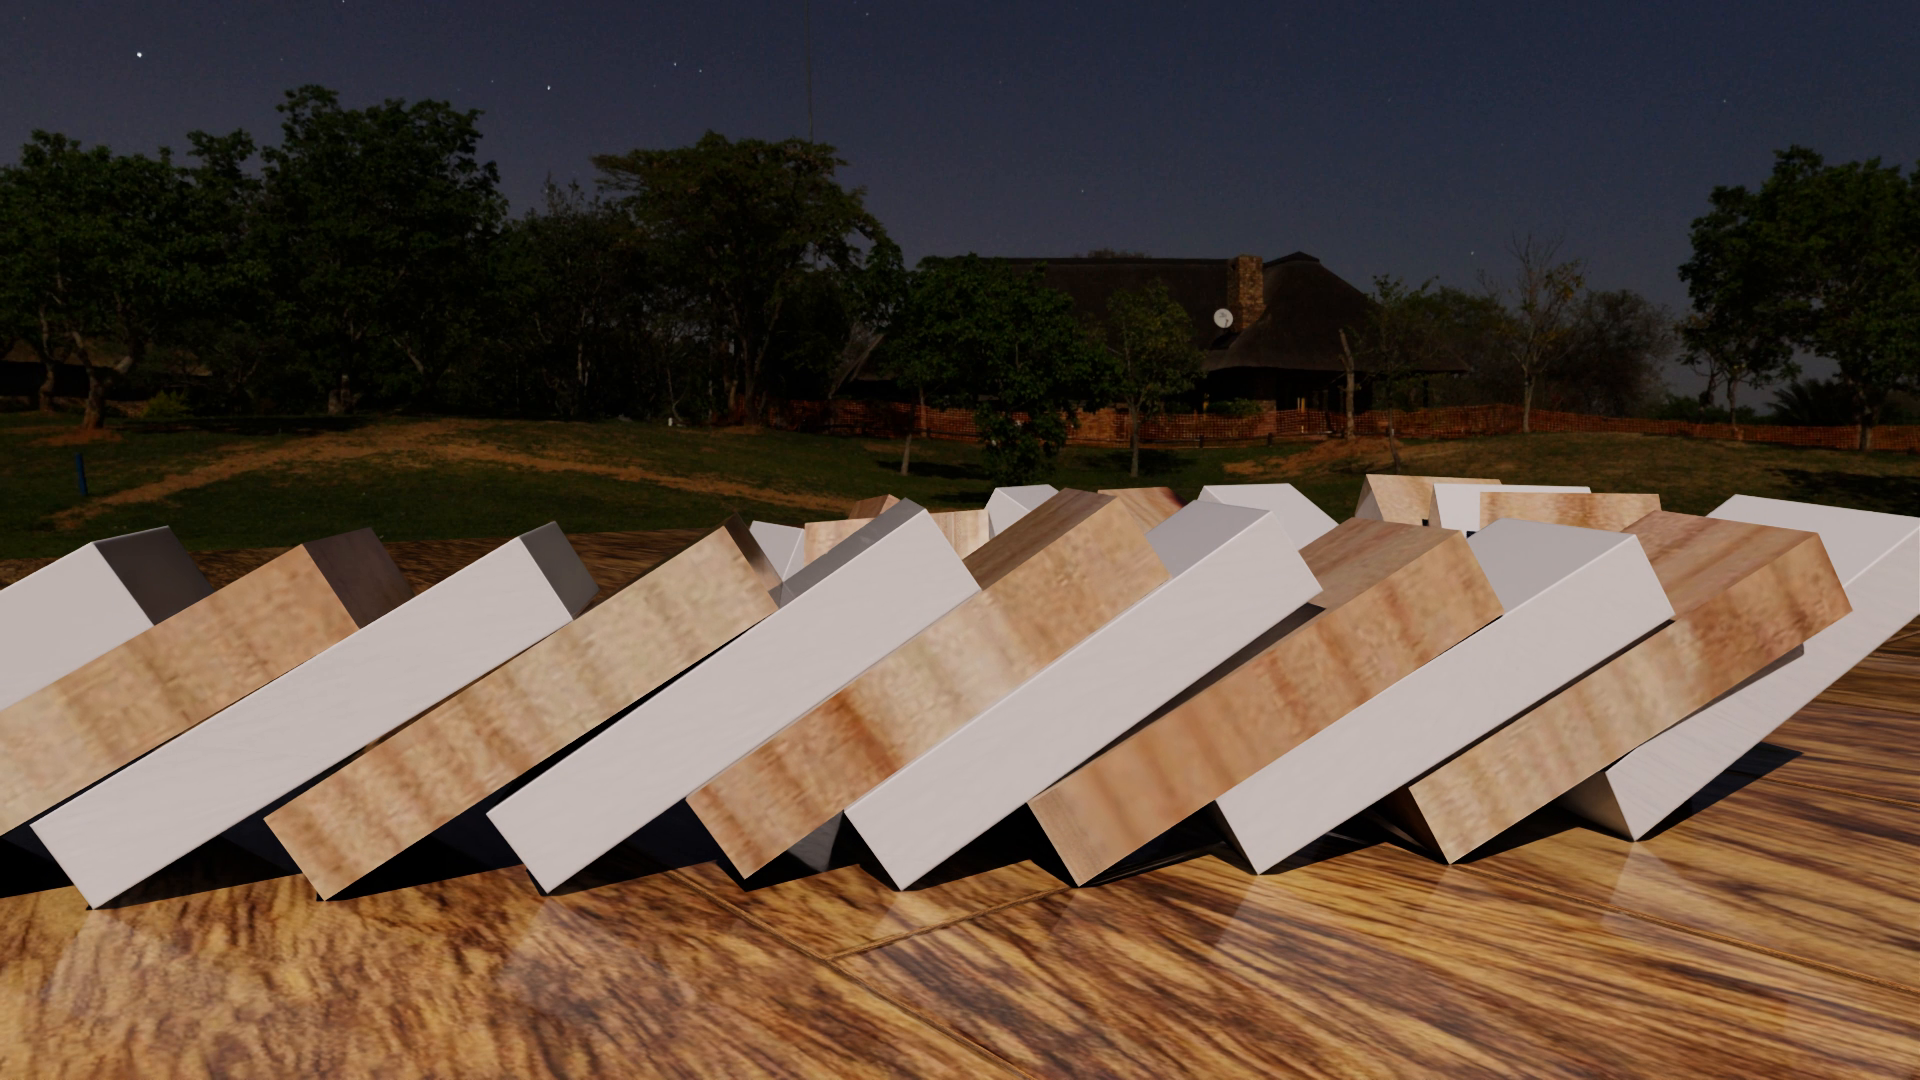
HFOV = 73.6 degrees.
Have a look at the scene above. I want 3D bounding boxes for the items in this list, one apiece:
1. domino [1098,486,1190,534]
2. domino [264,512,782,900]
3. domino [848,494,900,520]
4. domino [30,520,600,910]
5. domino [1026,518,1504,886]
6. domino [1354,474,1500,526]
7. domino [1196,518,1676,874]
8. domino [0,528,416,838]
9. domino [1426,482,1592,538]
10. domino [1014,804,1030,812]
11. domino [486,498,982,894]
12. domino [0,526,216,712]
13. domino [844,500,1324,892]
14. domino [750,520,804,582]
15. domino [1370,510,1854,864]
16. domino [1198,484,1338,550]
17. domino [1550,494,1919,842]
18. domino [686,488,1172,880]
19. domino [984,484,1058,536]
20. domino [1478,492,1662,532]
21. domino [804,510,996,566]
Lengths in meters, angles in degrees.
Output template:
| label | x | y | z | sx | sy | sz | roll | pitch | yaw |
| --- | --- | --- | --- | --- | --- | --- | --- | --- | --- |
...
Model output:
| label | x | y | z | sx | sy | sz | roll | pitch | yaw |
| --- | --- | --- | --- | --- | --- | --- | --- | --- | --- |
| domino | 0.050 | 0.007 | 0.252 | 0.025 | 0.010 | 0.050 | -5 | 37 | -48 |
| domino | -0.042 | 0.015 | 0.133 | 0.050 | 0.010 | 0.025 | -33 | 7 | -4 |
| domino | 0.003 | 0.008 | 0.240 | 0.050 | 0.009 | 0.025 | 27 | -9 | -15 |
| domino | -0.063 | 0.016 | 0.132 | 0.050 | 0.009 | 0.025 | -32 | 9 | -6 |
| domino | 0.029 | 0.015 | 0.137 | 0.050 | 0.010 | 0.025 | -32 | 7 | -4 |
| domino | 0.088 | 0.007 | 0.223 | 0.025 | 0.010 | 0.050 | 2 | 38 | 0 |
| domino | 0.047 | 0.015 | 0.140 | 0.050 | 0.009 | 0.025 | -31 | 8 | -3 |
| domino | -0.082 | 0.016 | 0.129 | 0.050 | 0.010 | 0.025 | -31 | 9 | -7 |
| domino | 0.090 | 0.009 | 0.203 | 0.025 | 0.010 | 0.050 | 2 | 38 | 11 |
| domino | 0.000 | 0.025 | 0.173 | 0.025 | 0.010 | 0.050 | 0 | 4 | -2 |
| domino | -0.023 | 0.014 | 0.134 | 0.050 | 0.009 | 0.025 | -35 | 8 | -3 |
| domino | -0.103 | 0.016 | 0.126 | 0.050 | 0.009 | 0.025 | -32 | 13 | -13 |
| domino | 0.011 | 0.014 | 0.135 | 0.050 | 0.009 | 0.025 | -35 | 7 | -3 |
| domino | -0.013 | 0.011 | 0.229 | 0.050 | 0.010 | 0.025 | 25 | -8 | -27 |
| domino | 0.067 | 0.015 | 0.143 | 0.050 | 0.009 | 0.025 | -31 | 10 | -3 |
| domino | 0.068 | 0.007 | 0.240 | 0.025 | 0.009 | 0.050 | -3 | 37 | -36 |
| domino | 0.087 | 0.013 | 0.152 | 0.050 | 0.009 | 0.025 | -33 | 17 | -11 |
| domino | -0.004 | 0.013 | 0.135 | 0.050 | 0.009 | 0.025 | -35 | 8 | -3 |
| domino | 0.030 | 0.006 | 0.260 | 0.050 | 0.010 | 0.025 | 36 | 20 | 22 |
| domino | 0.087 | 0.011 | 0.183 | 0.025 | 0.010 | 0.050 | 2 | 37 | 21 |
| domino | -0.005 | 0.011 | 0.193 | 0.025 | 0.010 | 0.050 | -4 | -24 | 7 |
